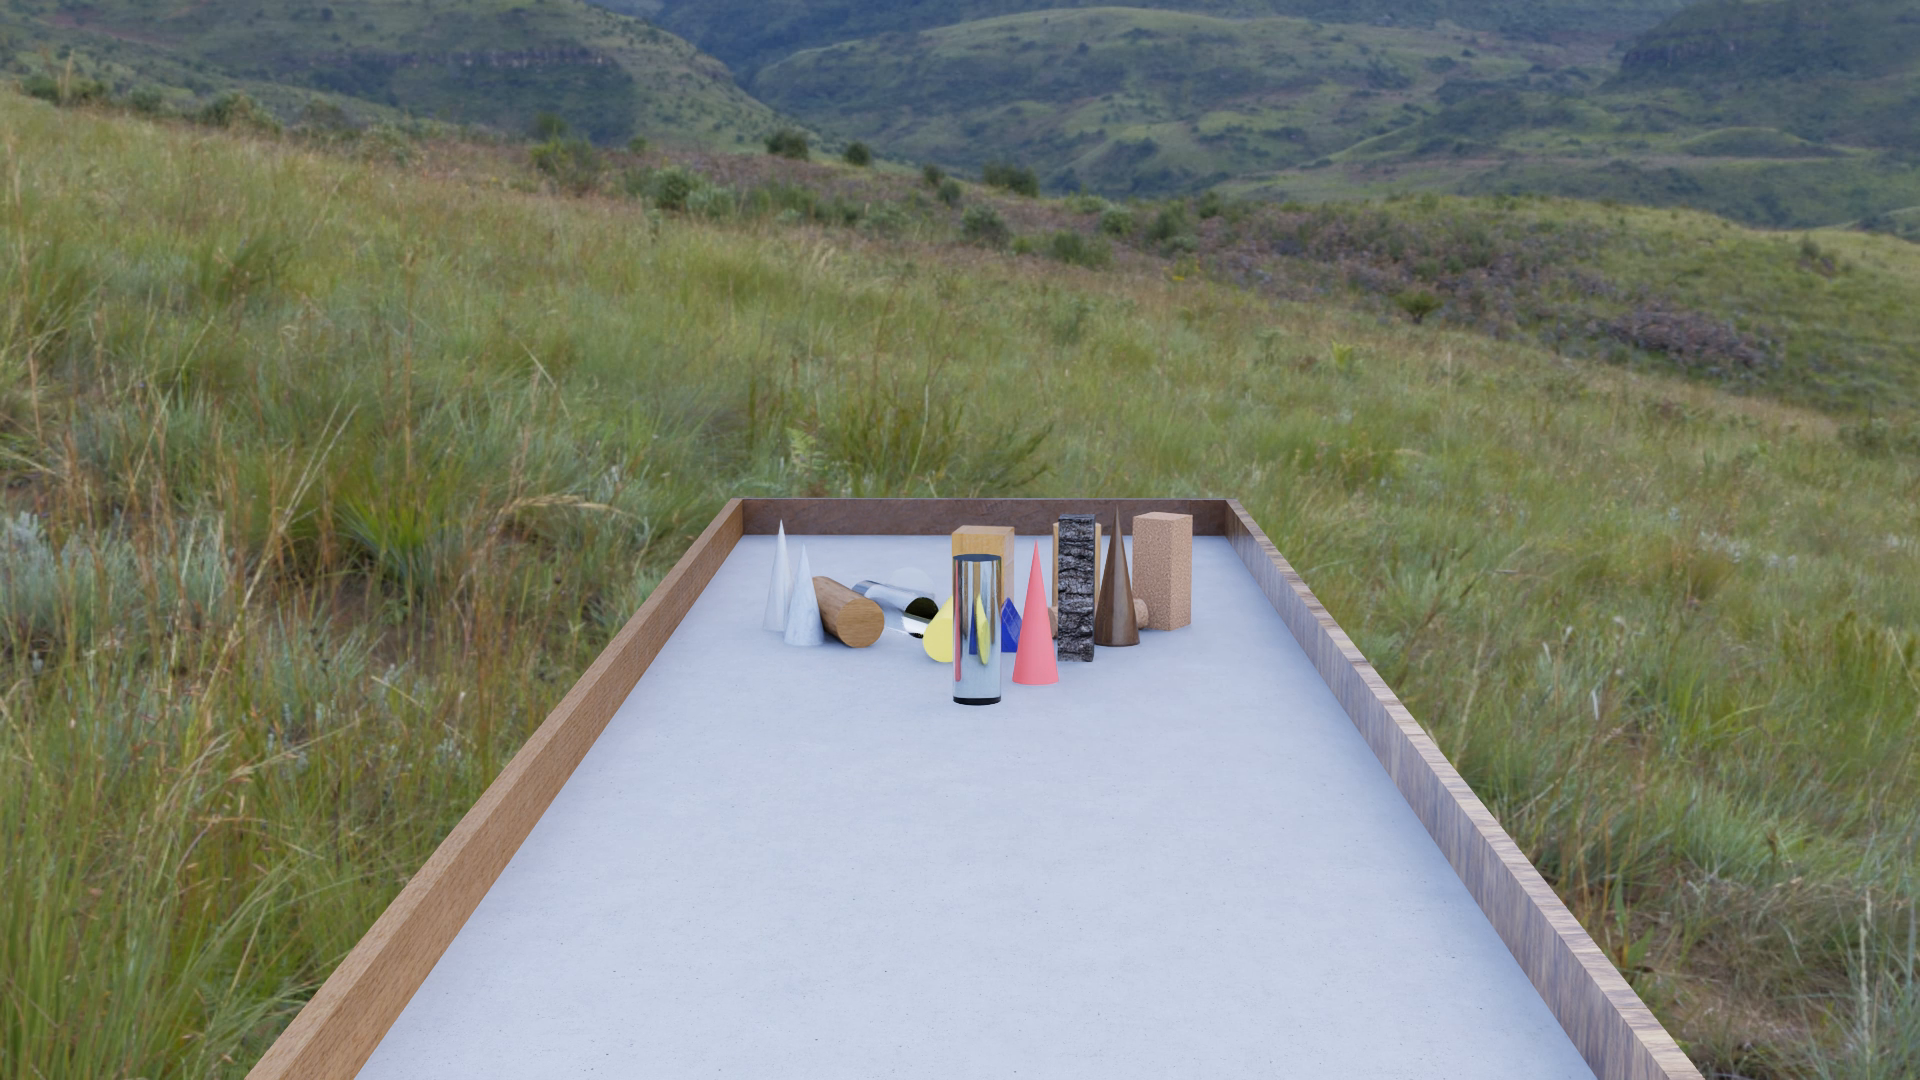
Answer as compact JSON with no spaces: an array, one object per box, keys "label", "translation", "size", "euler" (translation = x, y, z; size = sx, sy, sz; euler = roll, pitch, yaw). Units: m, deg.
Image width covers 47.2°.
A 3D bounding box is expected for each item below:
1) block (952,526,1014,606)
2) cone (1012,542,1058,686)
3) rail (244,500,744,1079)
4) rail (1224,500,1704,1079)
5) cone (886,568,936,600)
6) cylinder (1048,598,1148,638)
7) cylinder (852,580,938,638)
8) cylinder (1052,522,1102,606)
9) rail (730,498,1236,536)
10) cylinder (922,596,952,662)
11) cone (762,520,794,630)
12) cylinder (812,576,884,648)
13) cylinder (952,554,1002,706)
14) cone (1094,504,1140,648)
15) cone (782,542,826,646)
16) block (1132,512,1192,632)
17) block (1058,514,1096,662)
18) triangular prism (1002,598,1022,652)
[{"label":"block","translation":[0.076,0.123,7.224],"size":[0.174,0.315,0.174],"euler":[2,9,12]},{"label":"cone","translation":[0.221,0.201,6.395],"size":[0.137,0.421,0.137],"euler":[0,9,0]},{"label":"rail","translation":[-1.004,0.839,3.234],"size":[0.050,0.150,12.000],"euler":[0,9,1]},{"label":"rail","translation":[1.046,0.843,3.208],"size":[0.050,0.150,12.000],"euler":[0,9,1]},{"label":"cone","translation":[-0.129,0.187,7.557],"size":[0.175,0.175,0.454],"euler":[2,-2,11]},{"label":"cylinder","translation":[0.434,0.253,7.088],"size":[0.342,0.102,0.102],"euler":[-5,10,-27]},{"label":"cylinder","translation":[-0.219,0.224,7.167],"size":[0.135,0.135,0.359],"euler":[-6,11,-32]},{"label":"cylinder","translation":[0.380,0.117,7.186],"size":[0.157,0.338,0.157],"euler":[0,9,0]},{"label":"rail","translation":[0.099,-0.098,9.147],"size":[2.100,0.150,0.050],"euler":[0,9,1]},{"label":"cylinder","translation":[-0.016,0.269,6.875],"size":[0.137,0.137,0.446],"euler":[1,9,7]},{"label":"cone","translation":[-0.582,0.108,7.182],"size":[0.134,0.360,0.134],"euler":[0,9,0]},{"label":"cylinder","translation":[-0.387,0.228,7.065],"size":[0.158,0.158,0.430],"euler":[-3,10,-21]},{"label":"cylinder","translation":[0.048,0.249,6.142],"size":[0.136,0.405,0.136],"euler":[0,9,0]},{"label":"cone","translation":[0.493,0.104,6.935],"size":[0.158,0.443,0.158],"euler":[0,9,0]},{"label":"cone","translation":[-0.494,0.161,6.959],"size":[0.137,0.324,0.137],"euler":[0,9,0]},{"label":"block","translation":[0.662,0.101,7.211],"size":[0.144,0.363,0.144],"euler":[6,11,33]},{"label":"block","translation":[0.355,0.145,6.698],"size":[0.106,0.437,0.106],"euler":[1,9,7]},{"label":"triangular prism","translation":[0.138,0.265,6.973],"size":[0.125,0.108,0.333],"euler":[1,9,6]}]
